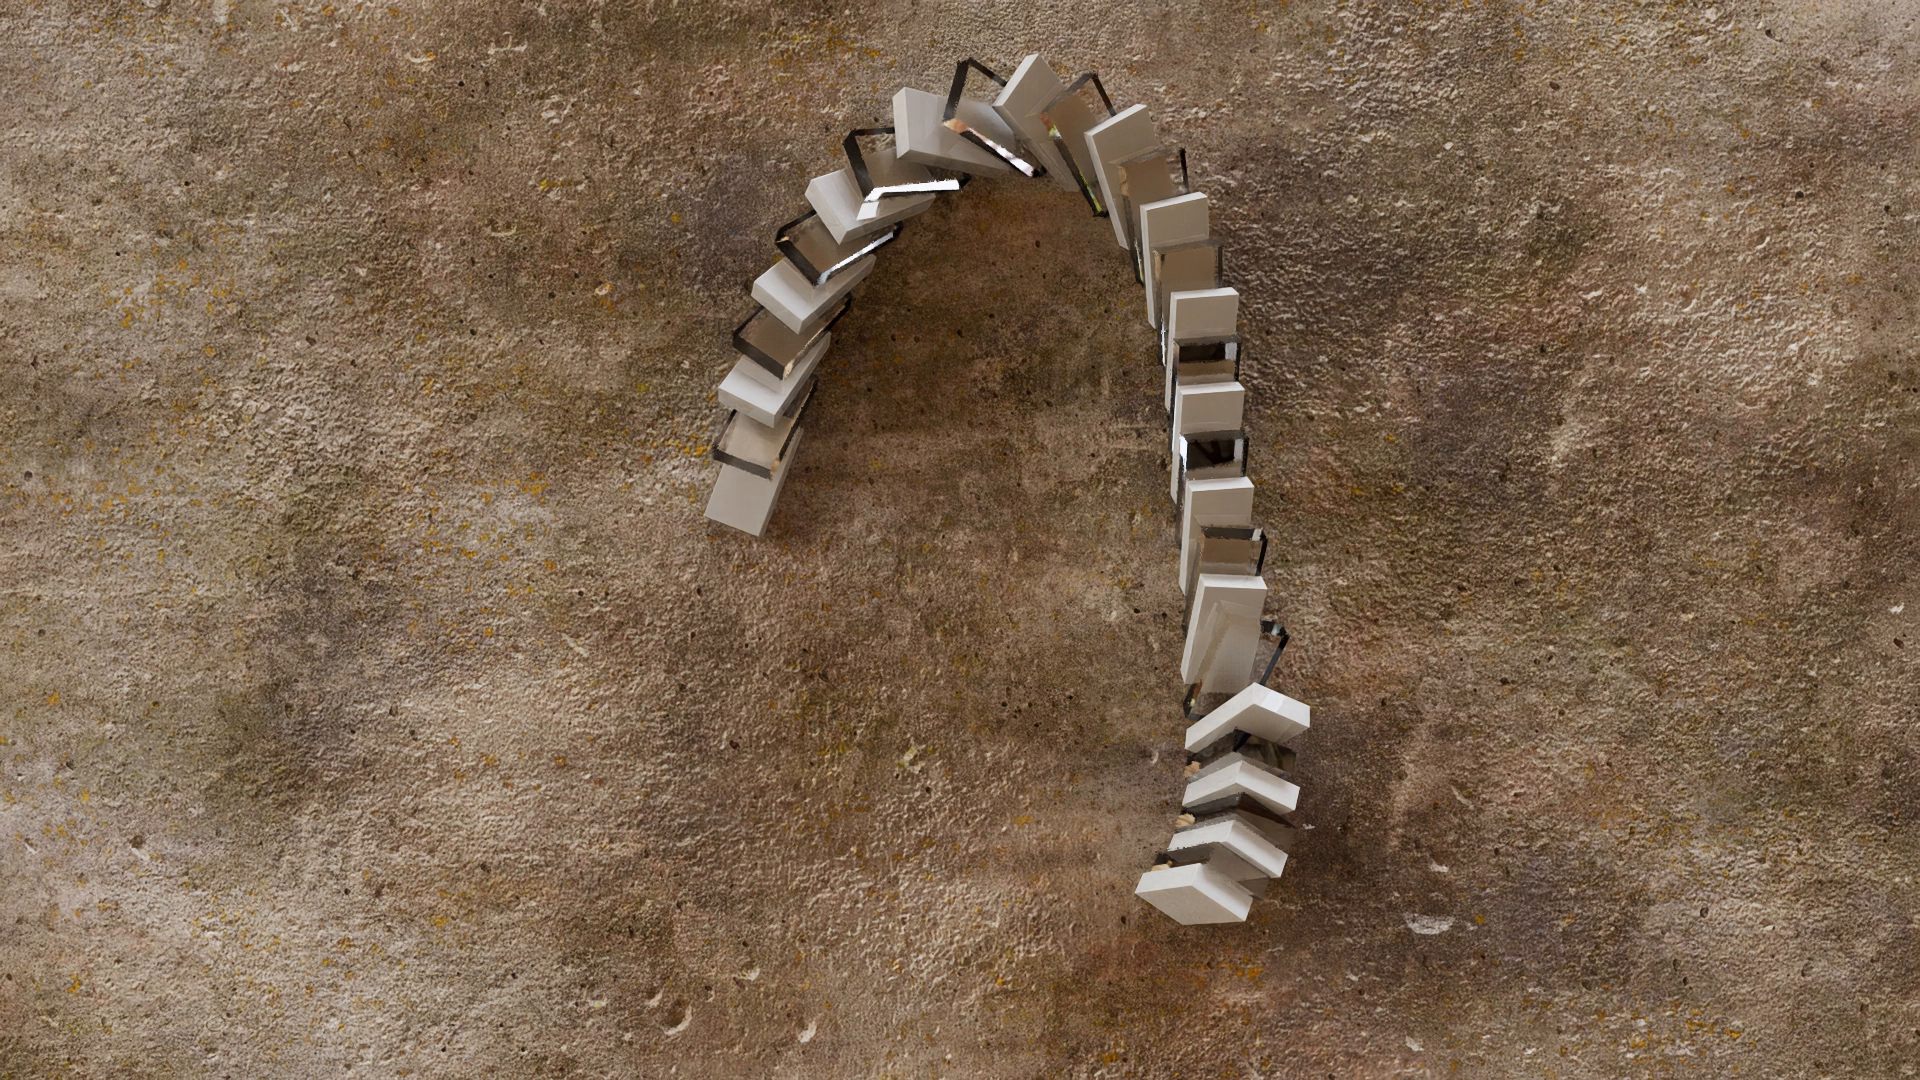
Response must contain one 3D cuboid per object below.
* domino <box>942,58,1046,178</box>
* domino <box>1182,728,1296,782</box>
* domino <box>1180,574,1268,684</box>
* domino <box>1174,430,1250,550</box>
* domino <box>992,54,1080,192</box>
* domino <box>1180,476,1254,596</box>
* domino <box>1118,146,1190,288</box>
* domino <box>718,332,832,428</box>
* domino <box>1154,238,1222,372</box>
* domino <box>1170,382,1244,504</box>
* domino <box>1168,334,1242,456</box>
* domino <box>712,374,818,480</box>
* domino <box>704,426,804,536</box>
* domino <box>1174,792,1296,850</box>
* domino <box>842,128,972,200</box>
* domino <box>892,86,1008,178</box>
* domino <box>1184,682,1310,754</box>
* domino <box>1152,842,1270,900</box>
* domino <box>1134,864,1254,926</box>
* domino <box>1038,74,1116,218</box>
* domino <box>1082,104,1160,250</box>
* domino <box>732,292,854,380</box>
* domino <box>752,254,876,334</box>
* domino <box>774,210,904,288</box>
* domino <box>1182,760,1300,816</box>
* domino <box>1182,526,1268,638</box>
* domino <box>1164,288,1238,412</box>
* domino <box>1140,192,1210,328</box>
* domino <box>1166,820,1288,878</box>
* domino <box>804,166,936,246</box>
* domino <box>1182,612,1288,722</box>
[{"bbox_3d":[0.018,-0.174,0.381,0.050,0.010,0.025,16,90,-36],"label":"domino"},{"bbox_3d":[0.114,0.093,0.376,0.025,0.050,0.009,21,62,0],"label":"domino"},{"bbox_3d":[0.110,0.038,0.383,0.025,0.009,0.050,3,120,0],"label":"domino"},{"bbox_3d":[0.105,-0.021,0.384,0.025,0.009,0.050,-4,120,0],"label":"domino"},{"bbox_3d":[0.039,-0.173,0.382,0.050,0.009,0.025,35,90,-35],"label":"domino"},{"bbox_3d":[0.107,-0.001,0.384,0.025,0.010,0.050,-4,119,0],"label":"domino"},{"bbox_3d":[0.083,-0.134,0.382,0.025,0.010,0.050,-18,123,-1],"label":"domino"},{"bbox_3d":[-0.077,-0.073,0.383,0.025,0.010,0.050,26,60,0],"label":"domino"},{"bbox_3d":[0.096,-0.097,0.383,0.025,0.009,0.050,-10,122,0],"label":"domino"},{"bbox_3d":[0.103,-0.040,0.383,0.025,0.010,0.050,-4,120,0],"label":"domino"},{"bbox_3d":[0.102,-0.059,0.383,0.025,0.009,0.050,-4,121,0],"label":"domino"},{"bbox_3d":[-0.081,-0.052,0.385,0.025,0.010,0.050,21,64,0],"label":"domino"},{"bbox_3d":[-0.089,-0.029,0.395,0.025,0.010,0.050,21,90,0],"label":"domino"},{"bbox_3d":[0.112,0.118,0.376,0.025,0.050,0.010,34,61,0],"label":"domino"},{"bbox_3d":[-0.021,-0.158,0.382,0.050,0.009,0.025,-21,90,-33],"label":"domino"},{"bbox_3d":[-0.003,-0.169,0.382,0.050,0.009,0.025,-4,90,-35],"label":"domino"},{"bbox_3d":[0.117,0.077,0.376,0.025,0.050,0.009,23,52,-7],"label":"domino"},{"bbox_3d":[0.101,0.137,0.376,0.025,0.050,0.010,34,61,0],"label":"domino"},{"bbox_3d":[0.095,0.146,0.376,0.025,0.050,0.010,34,61,0],"label":"domino"},{"bbox_3d":[0.057,-0.164,0.382,0.025,0.010,0.050,-41,124,0],"label":"domino"},{"bbox_3d":[0.072,-0.151,0.382,0.025,0.009,0.050,-28,123,-1],"label":"domino"},{"bbox_3d":[-0.069,-0.092,0.383,0.025,0.010,0.050,34,60,0],"label":"domino"},{"bbox_3d":[-0.060,-0.110,0.383,0.025,0.010,0.050,40,60,0],"label":"domino"},{"bbox_3d":[-0.050,-0.128,0.383,0.025,0.009,0.050,48,59,0],"label":"domino"},{"bbox_3d":[0.114,0.105,0.376,0.025,0.050,0.009,25,62,0],"label":"domino"},{"bbox_3d":[0.110,0.019,0.383,0.025,0.009,0.050,2,120,0],"label":"domino"},{"bbox_3d":[0.100,-0.078,0.383,0.025,0.010,0.050,-4,121,0],"label":"domino"},{"bbox_3d":[0.091,-0.116,0.383,0.025,0.009,0.050,-12,122,0],"label":"domino"},{"bbox_3d":[0.108,0.129,0.376,0.025,0.050,0.009,34,61,0],"label":"domino"},{"bbox_3d":[-0.037,-0.144,0.383,0.050,0.009,0.025,-34,90,-32],"label":"domino"},{"bbox_3d":[0.114,0.055,0.382,0.025,0.010,0.050,12,120,-6],"label":"domino"}]
